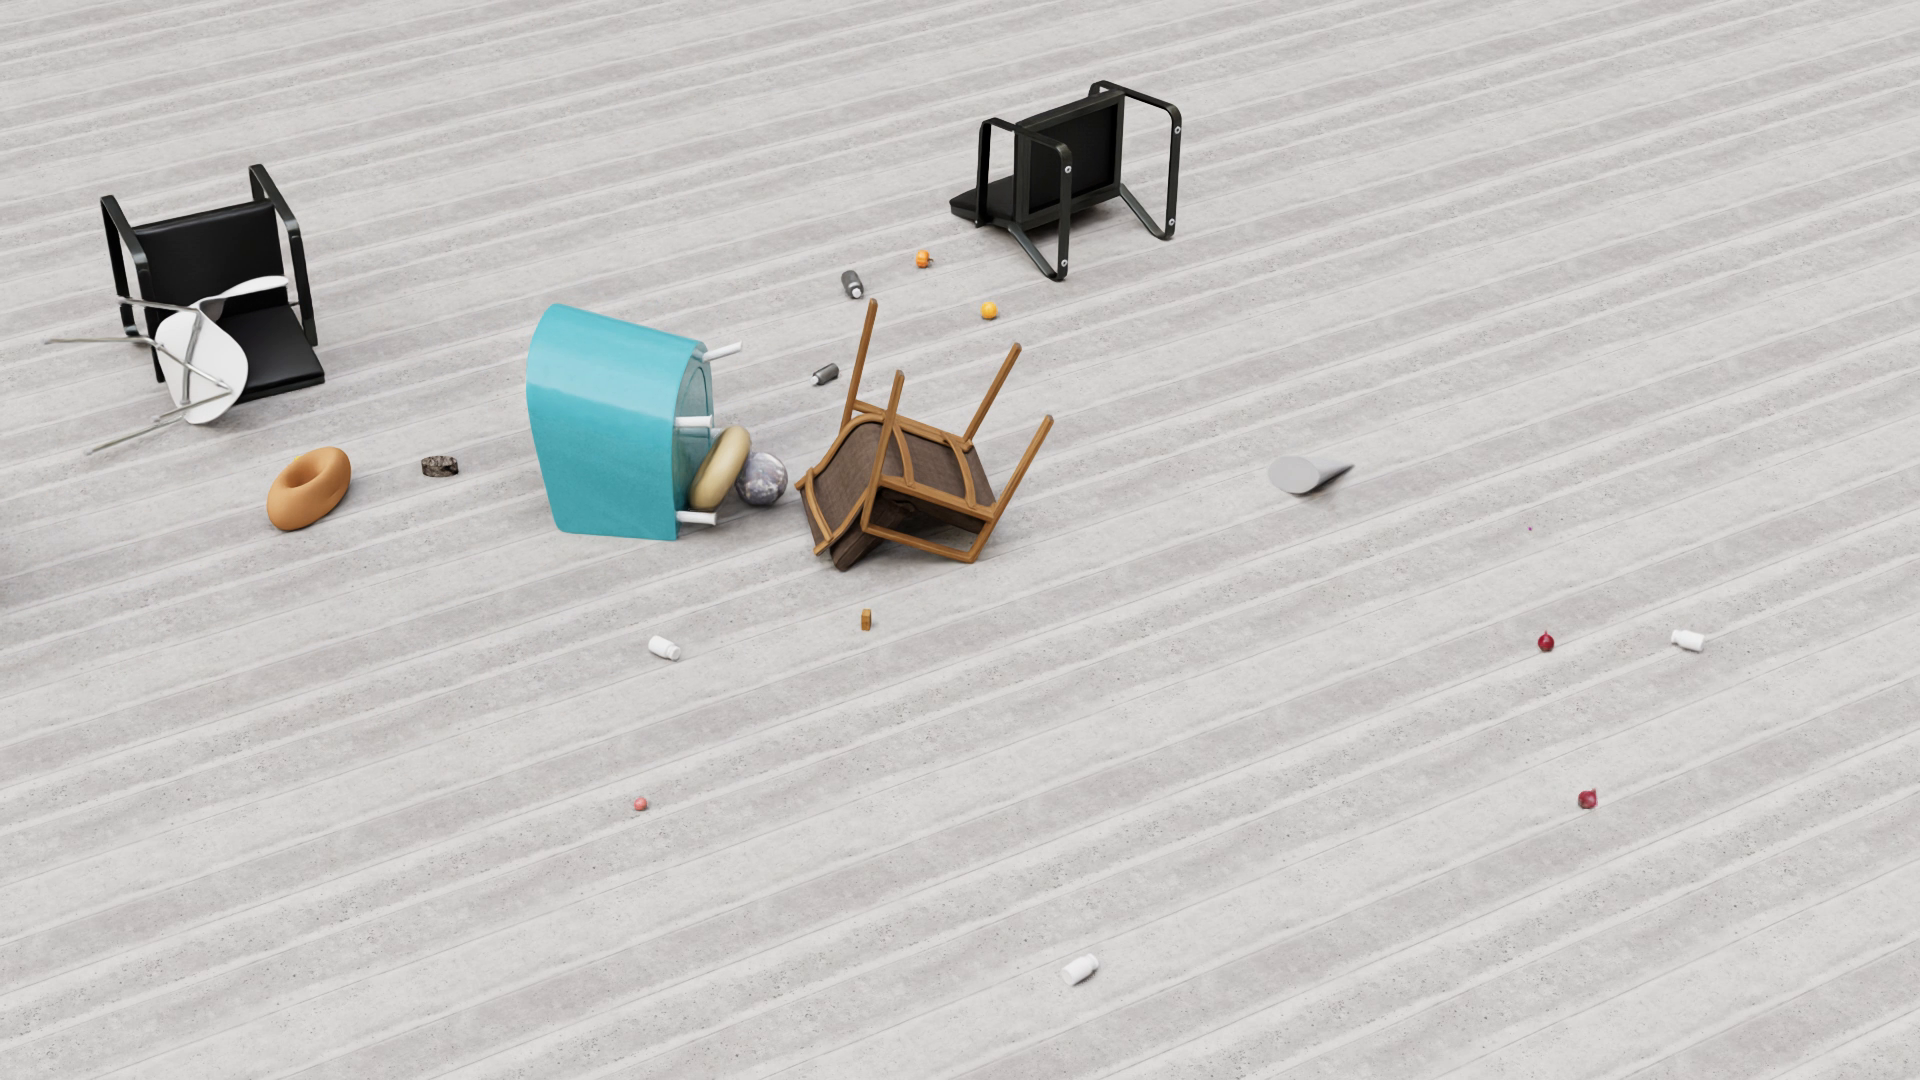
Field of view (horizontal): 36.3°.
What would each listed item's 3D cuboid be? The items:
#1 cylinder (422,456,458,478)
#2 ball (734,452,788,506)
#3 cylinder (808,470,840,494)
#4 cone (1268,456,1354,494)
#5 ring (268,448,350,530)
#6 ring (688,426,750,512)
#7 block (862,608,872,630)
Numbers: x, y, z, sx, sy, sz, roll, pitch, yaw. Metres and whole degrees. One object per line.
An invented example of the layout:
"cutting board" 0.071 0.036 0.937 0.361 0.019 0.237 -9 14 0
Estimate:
"cylinder" -2.010 -0.284 11.328 0.139 0.052 0.076 1 33 1
"ball" -0.755 -0.232 11.110 0.205 0.205 0.205 0 33 0
"cylinder" -0.520 -0.222 11.228 0.103 0.053 0.071 -28 70 -35
"cone" 1.403 -0.272 11.282 0.346 0.143 0.268 -10 9 -39
"ring" -2.463 -0.197 11.098 0.223 0.164 0.461 12 36 20
"ring" -0.904 -0.265 11.029 0.115 0.361 0.451 29 -1 -10
"block" -0.334 0.285 10.455 0.029 0.064 0.045 5 34 7
